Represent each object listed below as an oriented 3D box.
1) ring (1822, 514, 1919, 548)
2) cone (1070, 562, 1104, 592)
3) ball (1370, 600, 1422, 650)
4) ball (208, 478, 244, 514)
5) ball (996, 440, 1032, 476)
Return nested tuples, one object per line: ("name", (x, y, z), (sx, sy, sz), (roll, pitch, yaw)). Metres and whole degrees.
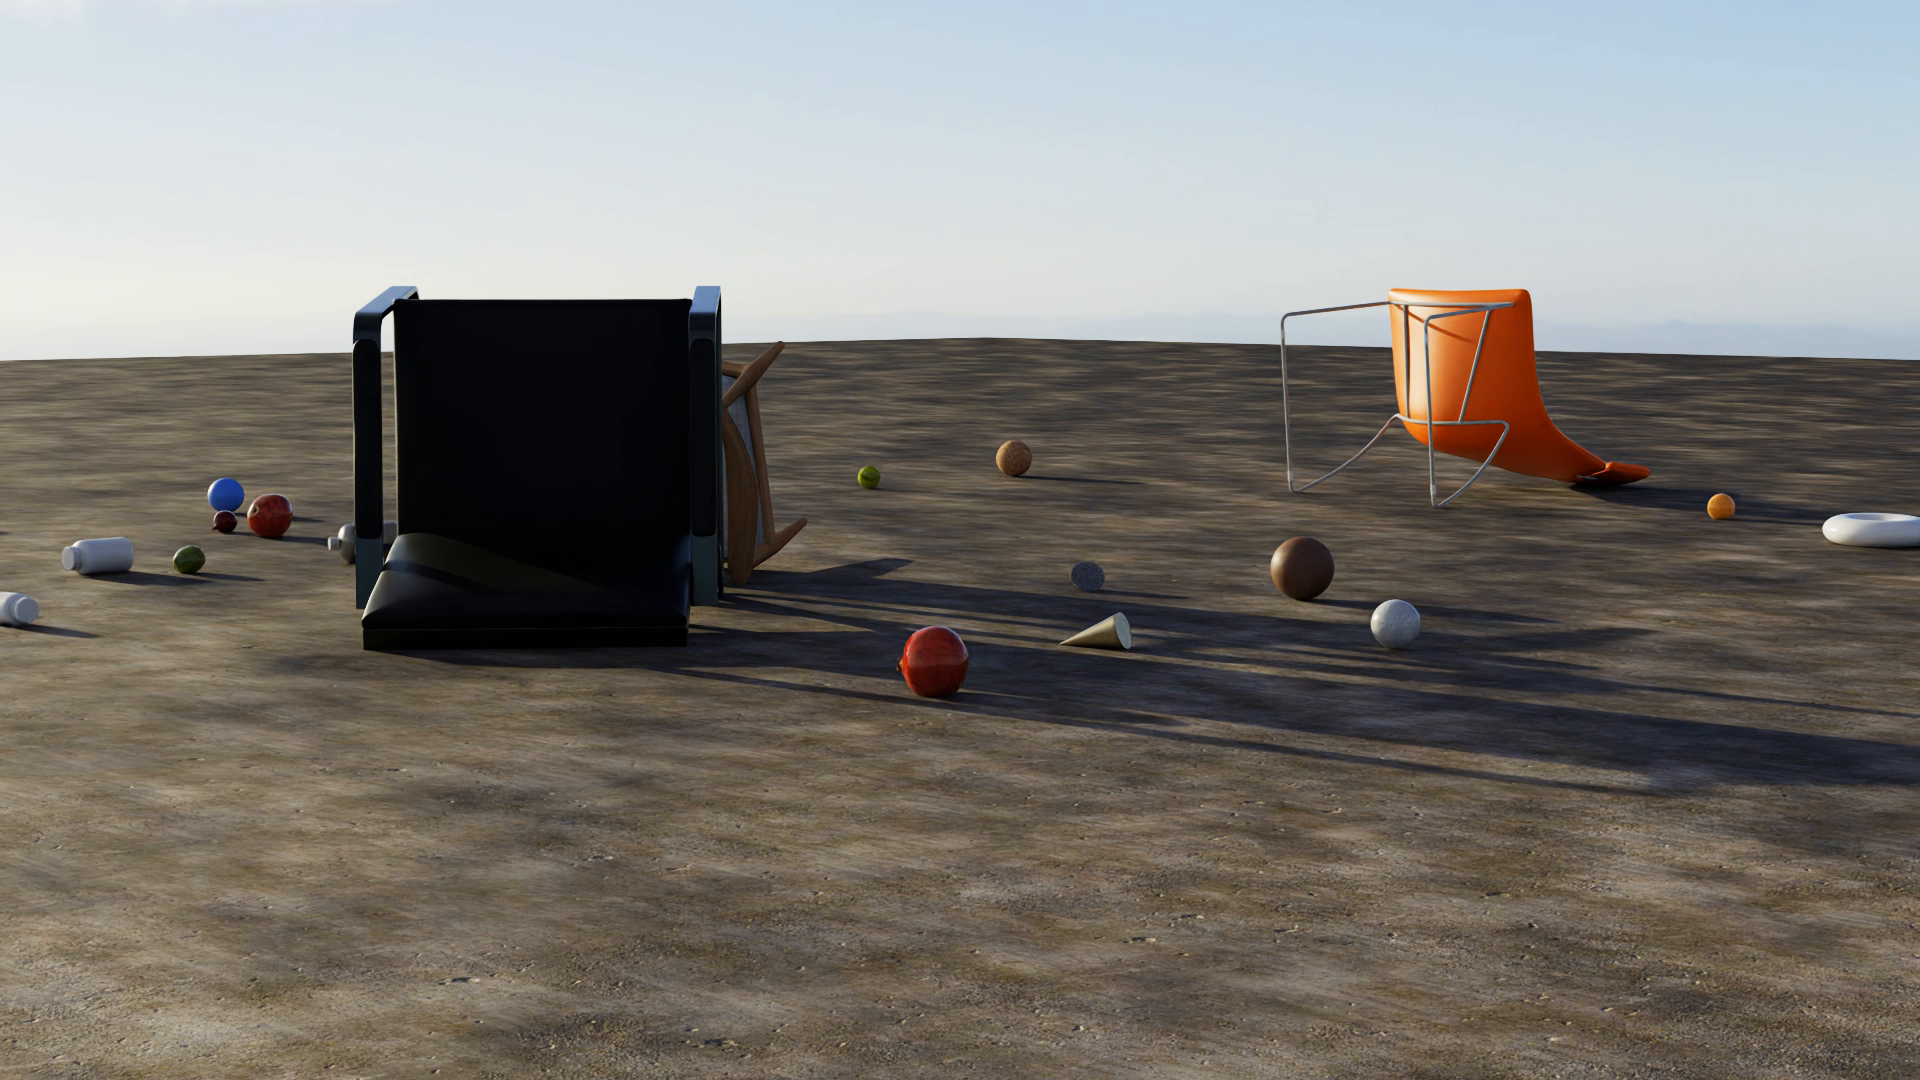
("ring", (2.260, -0.024, 6.322), (0.256, 0.067, 0.258), (-2, 7, -14))
("cone", (0.257, 0.088, 5.413), (0.080, 0.067, 0.063), (-10, -18, -27))
("ball", (0.771, 0.149, 4.536), (0.088, 0.088, 0.088), (0, 6, 0))
("ball", (-2.042, -0.124, 7.138), (0.098, 0.098, 0.098), (0, 6, 0))
("ball", (0.178, -0.269, 8.447), (0.118, 0.118, 0.118), (0, 6, 0))
